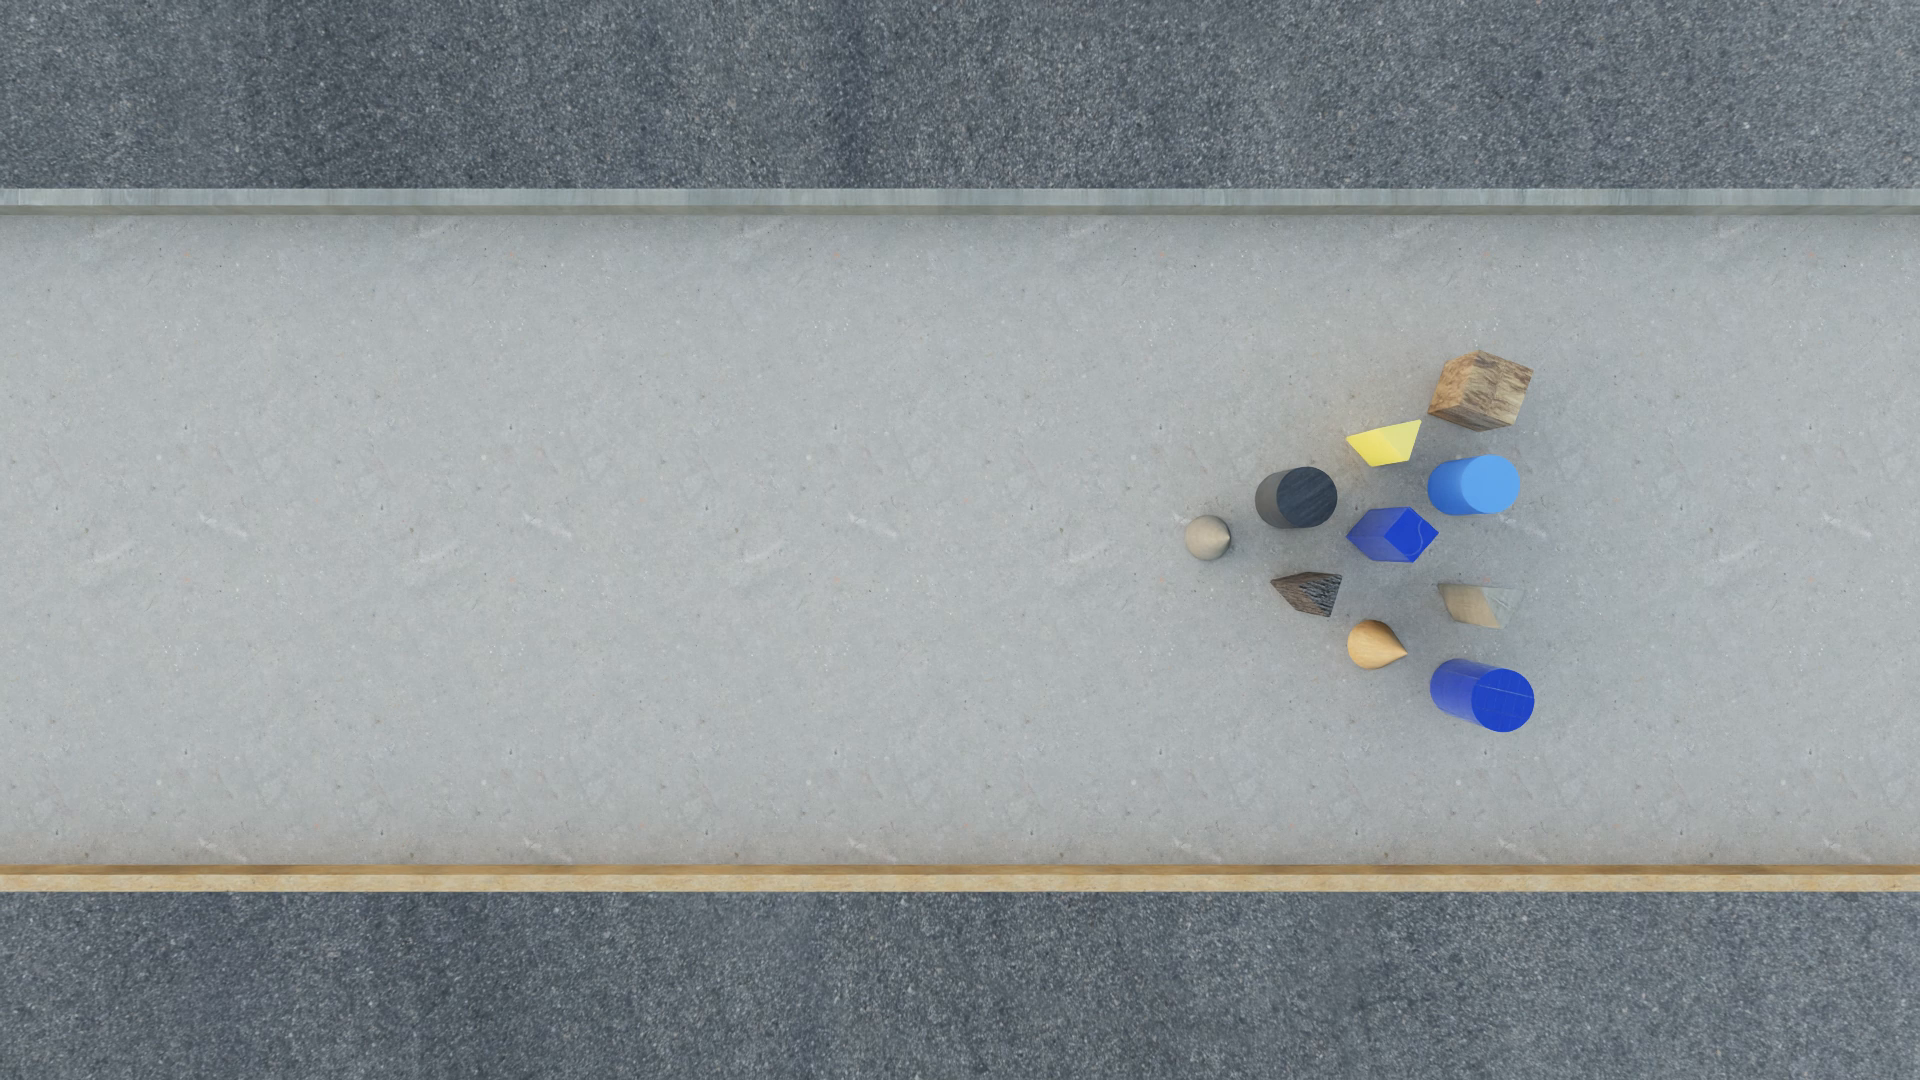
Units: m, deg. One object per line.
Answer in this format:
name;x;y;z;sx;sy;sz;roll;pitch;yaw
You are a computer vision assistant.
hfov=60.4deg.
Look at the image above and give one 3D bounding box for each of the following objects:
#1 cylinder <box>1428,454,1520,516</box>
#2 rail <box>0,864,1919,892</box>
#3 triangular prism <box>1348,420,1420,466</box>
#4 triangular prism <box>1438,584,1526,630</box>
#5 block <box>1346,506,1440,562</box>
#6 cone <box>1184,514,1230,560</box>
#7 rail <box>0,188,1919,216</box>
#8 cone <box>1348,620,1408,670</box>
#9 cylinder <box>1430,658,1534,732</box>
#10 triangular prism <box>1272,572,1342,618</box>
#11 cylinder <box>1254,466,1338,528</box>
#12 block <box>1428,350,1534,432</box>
cylinder;1.523;-0.161;4.905;0.169;0.344;0.169;0;90;0
rail;-2.247;1.025;5.001;12.000;0.150;0.050;0;90;0
triangular prism;1.268;-0.304;4.878;0.104;0.397;0.120;-42;90;0
triangular prism;1.516;0.167;4.860;0.112;0.432;0.129;34;90;0
block;1.264;-0.015;4.849;0.112;0.456;0.112;41;90;0
cone;0.763;-0.007;4.866;0.142;0.420;0.142;0;90;0
rail;-2.247;-1.025;5.002;12.000;0.150;0.050;0;90;0
cone;1.269;0.322;4.872;0.153;0.410;0.153;0;90;0
cylinder;1.536;0.454;4.872;0.180;0.410;0.180;0;90;0
triangular prism;1.036;0.136;4.859;0.107;0.436;0.123;-43;90;0
cylinder;0.995;-0.123;4.904;0.176;0.345;0.176;0;90;0
block;1.546;-0.440;4.914;0.169;0.325;0.169;20;90;0
